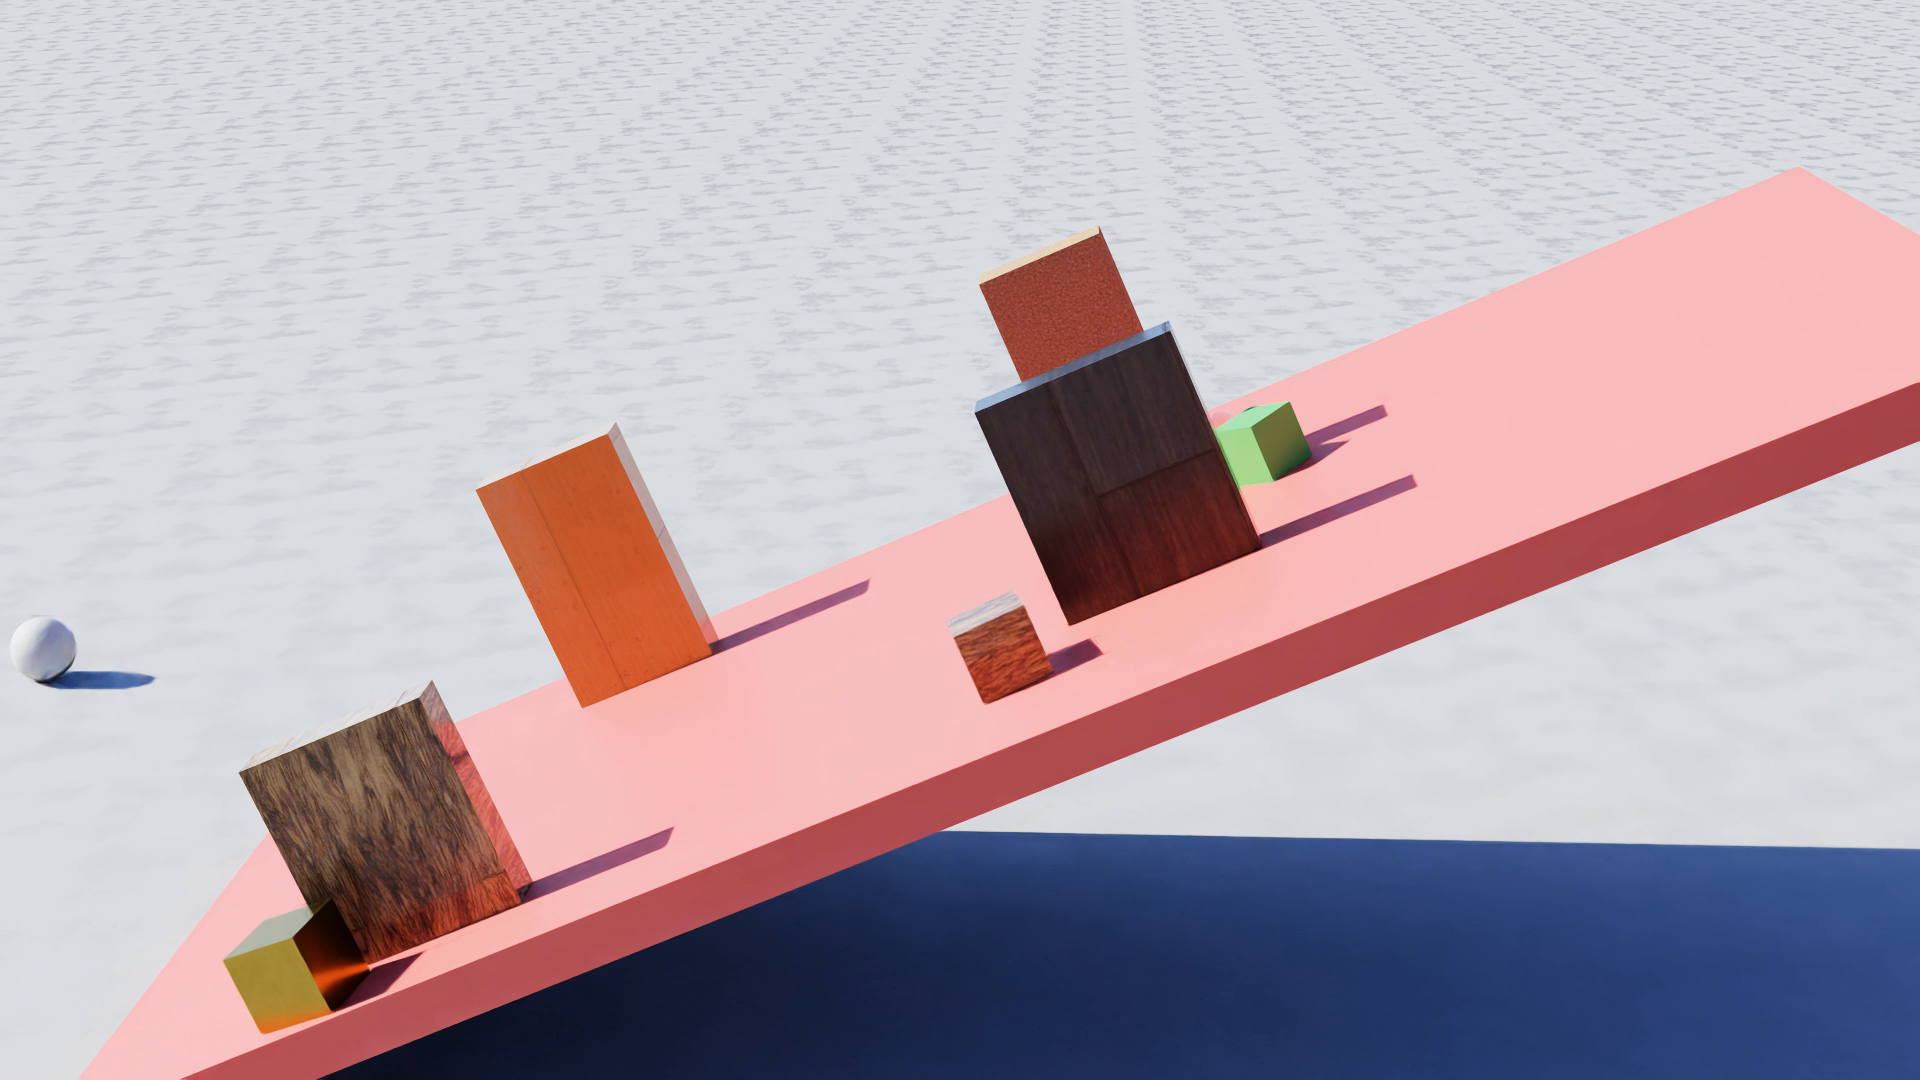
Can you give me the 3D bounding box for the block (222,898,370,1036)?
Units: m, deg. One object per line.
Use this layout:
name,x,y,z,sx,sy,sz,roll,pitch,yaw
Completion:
block,-1.264,0.814,5.613,0.167,0.167,0.167,-19,13,21

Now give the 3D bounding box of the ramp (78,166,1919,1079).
ramp,0.130,0.171,6.285,4.000,0.100,2.000,-22,13,8

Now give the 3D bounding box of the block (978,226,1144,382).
block,0.295,-0.349,6.468,0.282,0.614,0.126,-22,13,8

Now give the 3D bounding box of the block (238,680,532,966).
block,-1.112,0.559,5.715,0.389,0.453,0.114,-22,13,8

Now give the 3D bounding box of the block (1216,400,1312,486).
block,0.650,-0.207,6.342,0.131,0.131,0.131,-33,15,-34

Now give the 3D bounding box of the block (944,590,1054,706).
block,0.075,0.206,5.671,0.148,0.148,0.148,-25,13,-2

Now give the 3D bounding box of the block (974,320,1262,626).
block,0.316,-0.131,5.853,0.417,0.475,0.108,-22,13,8

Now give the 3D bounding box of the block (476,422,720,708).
block,-0.857,0.061,6.984,0.345,0.584,0.127,-22,13,8

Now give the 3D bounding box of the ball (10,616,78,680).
ball,-2.701,0.320,8.669,0.190,0.190,0.190,0,15,0

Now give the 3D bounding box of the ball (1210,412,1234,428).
ball,0.581,-0.224,6.561,0.122,0.122,0.122,0,15,0
